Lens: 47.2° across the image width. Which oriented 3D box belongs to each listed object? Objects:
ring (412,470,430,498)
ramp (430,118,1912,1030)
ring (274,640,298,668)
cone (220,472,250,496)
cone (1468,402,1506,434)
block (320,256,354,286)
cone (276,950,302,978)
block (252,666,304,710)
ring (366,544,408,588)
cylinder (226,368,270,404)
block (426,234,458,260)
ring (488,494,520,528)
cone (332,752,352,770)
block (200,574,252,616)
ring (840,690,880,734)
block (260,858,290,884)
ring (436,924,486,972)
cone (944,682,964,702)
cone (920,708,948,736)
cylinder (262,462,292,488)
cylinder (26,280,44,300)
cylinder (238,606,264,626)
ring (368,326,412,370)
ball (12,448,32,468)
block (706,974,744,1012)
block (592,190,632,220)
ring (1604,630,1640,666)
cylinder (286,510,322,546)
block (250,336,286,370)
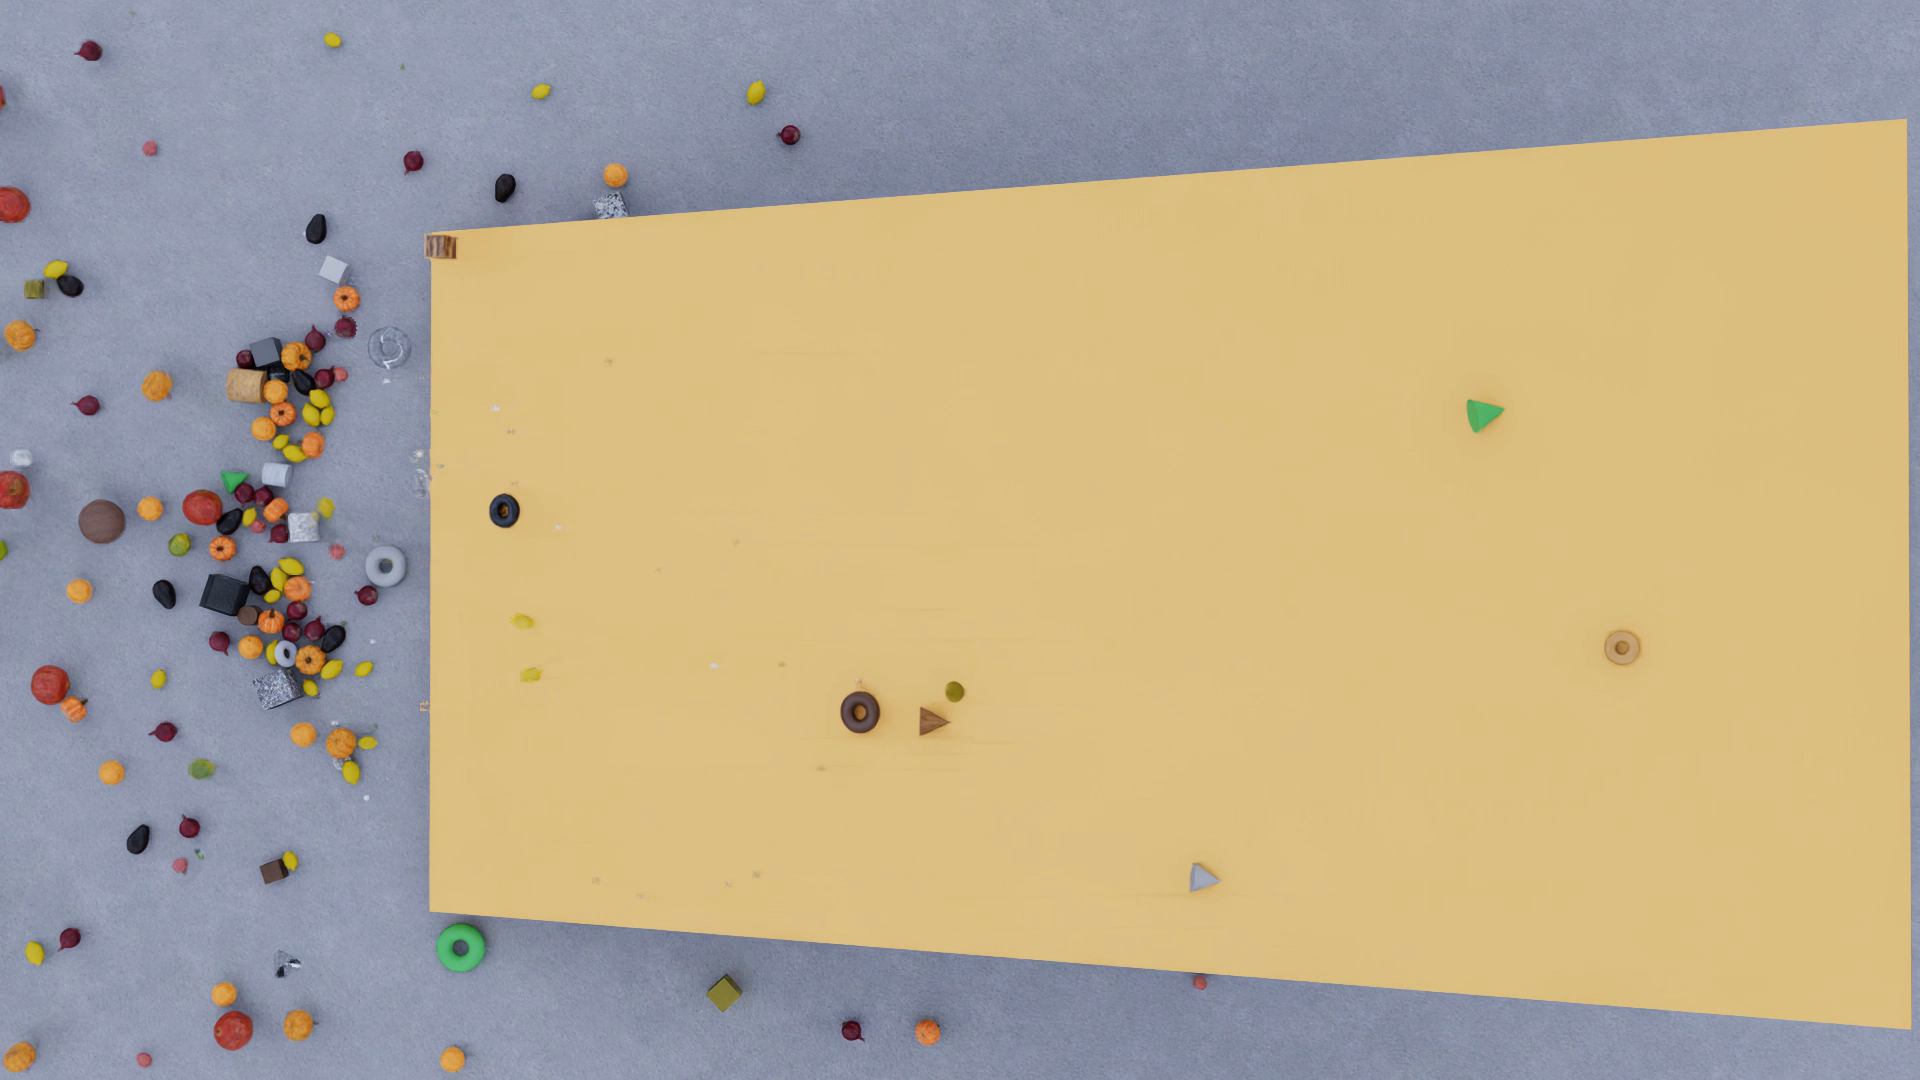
[{"bbox_3d":[-1.594,-0.168,6.497,0.028,0.083,0.083,0,90,-45],"label":"ring"},{"bbox_3d":[0.283,0.083,5.699,4.000,0.100,2.000,0,89,24],"label":"ramp"},{"bbox_3d":[-2.000,0.337,6.531,0.028,0.084,0.084,-12,89,31],"label":"ring"},{"bbox_3d":[-2.152,-0.184,6.556,0.077,0.077,0.077,-25,89,-27],"label":"cone"},{"bbox_3d":[1.250,-0.301,5.191,0.081,0.081,0.081,-18,89,7],"label":"cone"},{"bbox_3d":[-1.858,-0.802,6.548,0.064,0.064,0.064,25,89,0],"label":"block"},{"bbox_3d":[-2.013,1.245,6.539,0.078,0.078,0.078,-41,63,0],"label":"cone"},{"bbox_3d":[-2.021,0.440,6.518,0.096,0.096,0.096,-22,89,0],"label":"block"},{"bbox_3d":[-1.709,0.077,6.549,0.126,0.042,0.126,0,88,1],"label":"ring"},{"bbox_3d":[-2.112,-0.458,6.527,0.098,0.098,0.098,5,89,0],"label":"cylinder"},{"bbox_3d":[-1.518,-0.857,6.436,0.062,0.062,0.062,2,90,24],"label":"block"},{"bbox_3d":[-1.316,-0.083,6.352,0.101,0.034,0.101,0,90,24],"label":"ring"},{"bbox_3d":[-1.845,0.659,6.535,0.056,0.056,0.056,0,89,0],"label":"cone"},{"bbox_3d":[-2.177,0.163,6.520,0.099,0.099,0.099,18,89,0],"label":"block"},{"bbox_3d":[-0.267,0.459,5.868,0.115,0.038,0.115,0,90,23],"label":"ring"},{"bbox_3d":[-2.036,0.983,6.531,0.057,0.057,0.057,-19,89,0],"label":"block"},{"bbox_3d":[-1.483,1.211,6.533,0.146,0.049,0.146,0,90,1],"label":"ring"},{"bbox_3d":[-0.027,0.399,5.750,0.057,0.057,0.057,0,89,24],"label":"cone"},{"bbox_3d":[-0.065,0.478,5.778,0.080,0.080,0.080,1,89,-4],"label":"cone"},{"bbox_3d":[-2.030,-0.195,6.538,0.070,0.070,0.070,10,89,0],"label":"cylinder"},{"bbox_3d":[-2.758,-0.745,6.554,0.052,0.052,0.052,-1,89,0],"label":"cylinder"},{"bbox_3d":[-2.110,0.224,6.538,0.060,0.060,0.060,0,89,0],"label":"cylinder"},{"bbox_3d":[-1.701,-0.573,6.556,0.131,0.044,0.131,0,89,-1],"label":"ring"},{"bbox_3d":[-2.791,-0.244,6.546,0.056,0.056,0.056,0,89,0],"label":"ball"},{"bbox_3d":[-0.698,1.343,6.519,0.073,0.073,0.073,-43,90,0],"label":"block"},{"bbox_3d":[-1.033,-0.980,6.541,0.083,0.083,0.083,-22,89,0],"label":"block"},{"bbox_3d":[1.525,0.249,5.066,0.081,0.027,0.081,-1,88,25],"label":"ring"},{"bbox_3d":[-1.949,-0.038,6.530,0.083,0.083,0.083,-13,104,0],"label":"cylinder"},{"bbox_3d":[-2.058,-0.556,6.541,0.072,0.072,0.072,-18,89,0],"label":"block"}]
